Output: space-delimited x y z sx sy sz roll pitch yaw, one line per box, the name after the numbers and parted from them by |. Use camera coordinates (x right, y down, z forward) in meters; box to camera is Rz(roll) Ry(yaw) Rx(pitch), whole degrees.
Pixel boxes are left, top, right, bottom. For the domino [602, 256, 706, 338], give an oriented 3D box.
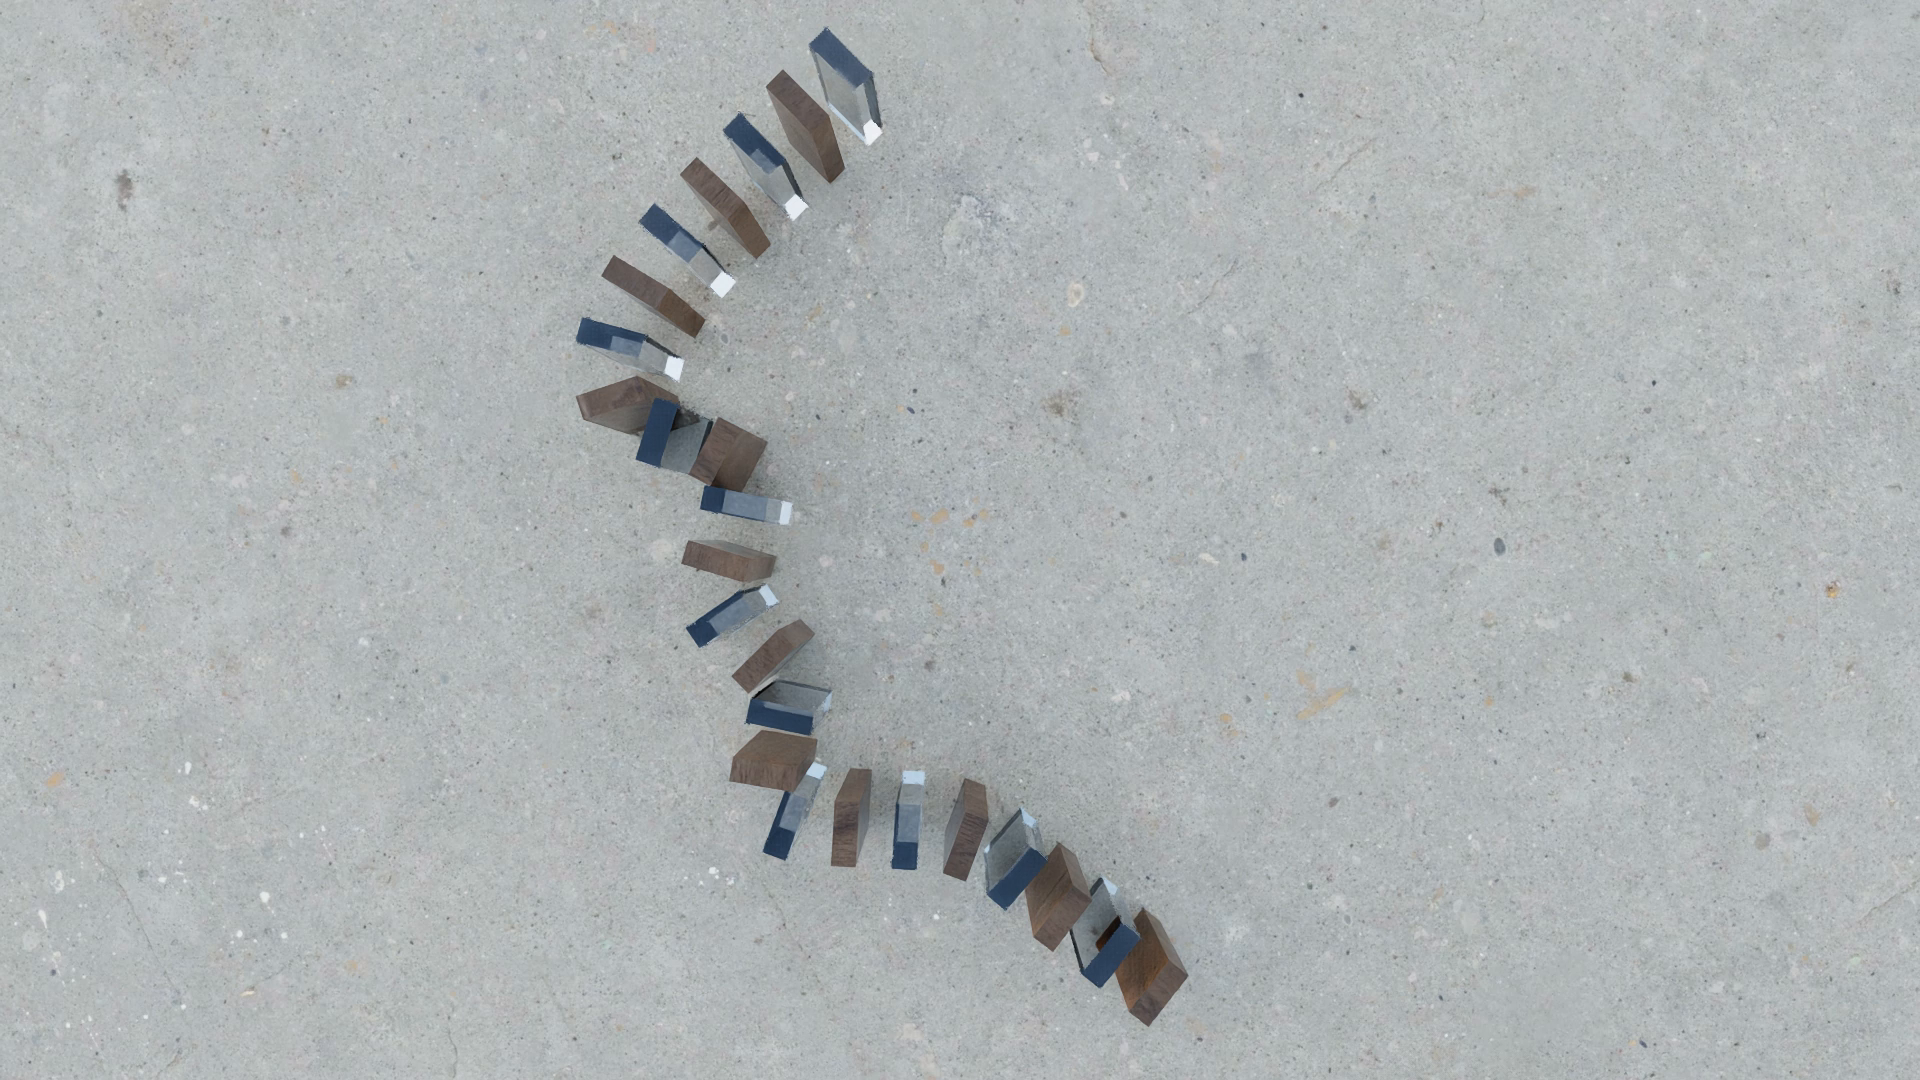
-0.124 -0.098 0.375 0.025 0.050 0.010 31 90 0 | domino

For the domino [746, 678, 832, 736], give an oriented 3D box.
-0.069 0.068 0.375 0.025 0.050 0.010 12 90 0 | domino

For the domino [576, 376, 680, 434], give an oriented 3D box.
-0.134 -0.054 0.375 0.025 0.050 0.010 -18 90 0 | domino

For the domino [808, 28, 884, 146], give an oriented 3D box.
-0.046 -0.184 0.375 0.010 0.050 0.025 -45 90 0 | domino

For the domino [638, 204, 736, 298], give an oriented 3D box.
-0.110 -0.117 0.375 0.025 0.050 0.010 40 90 0 | domino

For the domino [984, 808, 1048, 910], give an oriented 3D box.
0.022 0.129 0.375 0.010 0.050 0.025 41 90 0 | domino

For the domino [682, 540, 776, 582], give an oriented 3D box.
-0.093 0.008 0.375 0.025 0.050 0.010 17 90 0 | domino

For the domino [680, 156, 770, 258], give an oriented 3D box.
-0.095 -0.134 0.375 0.025 0.050 0.010 43 90 0 | domino

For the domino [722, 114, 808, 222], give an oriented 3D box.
-0.079 -0.151 0.375 0.025 0.050 0.009 45 90 0 | domino

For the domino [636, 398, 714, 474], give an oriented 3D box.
-0.116 -0.041 0.375 0.010 0.050 0.025 17 90 0 | domino

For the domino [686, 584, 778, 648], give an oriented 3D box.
-0.092 0.030 0.375 0.025 0.050 0.010 -34 90 0 | domino

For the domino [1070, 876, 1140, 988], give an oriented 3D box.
0.058 0.159 0.375 0.009 0.050 0.025 38 90 0 | domino

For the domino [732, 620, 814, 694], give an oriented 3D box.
-0.075 0.047 0.375 0.025 0.050 0.010 -45 90 0 | domino

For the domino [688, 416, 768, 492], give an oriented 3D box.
-0.094 -0.034 0.375 0.010 0.050 0.025 28 90 0 | domino

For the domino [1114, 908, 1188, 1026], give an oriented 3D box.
0.076 0.173 0.375 0.010 0.050 0.025 38 90 0 | domino

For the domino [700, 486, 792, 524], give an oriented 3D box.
-0.086 -0.014 0.375 0.025 0.050 0.010 11 90 0 | domino

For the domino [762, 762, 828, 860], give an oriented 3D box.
-0.067 0.109 0.375 0.010 0.050 0.025 20 90 0 | domino

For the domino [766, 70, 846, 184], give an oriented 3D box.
-0.062 -0.168 0.375 0.010 0.050 0.025 -45 90 0 | domino

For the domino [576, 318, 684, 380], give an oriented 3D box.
-0.134 -0.077 0.375 0.025 0.050 0.010 15 90 0 | domino

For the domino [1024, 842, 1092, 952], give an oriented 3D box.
0.039 0.145 0.375 0.010 0.050 0.025 37 90 0 | domino

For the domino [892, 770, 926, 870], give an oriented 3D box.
-0.021 0.113 0.375 0.009 0.050 0.025 4 90 0 | domino

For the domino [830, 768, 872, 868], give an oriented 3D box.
-0.044 0.112 0.375 0.010 0.050 0.025 3 90 0 | domino

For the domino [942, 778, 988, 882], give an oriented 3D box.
0.002 0.117 0.375 0.009 0.050 0.025 20 90 0 | domino

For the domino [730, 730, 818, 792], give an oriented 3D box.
-0.075 0.090 0.375 0.025 0.050 0.009 10 90 0 | domino
